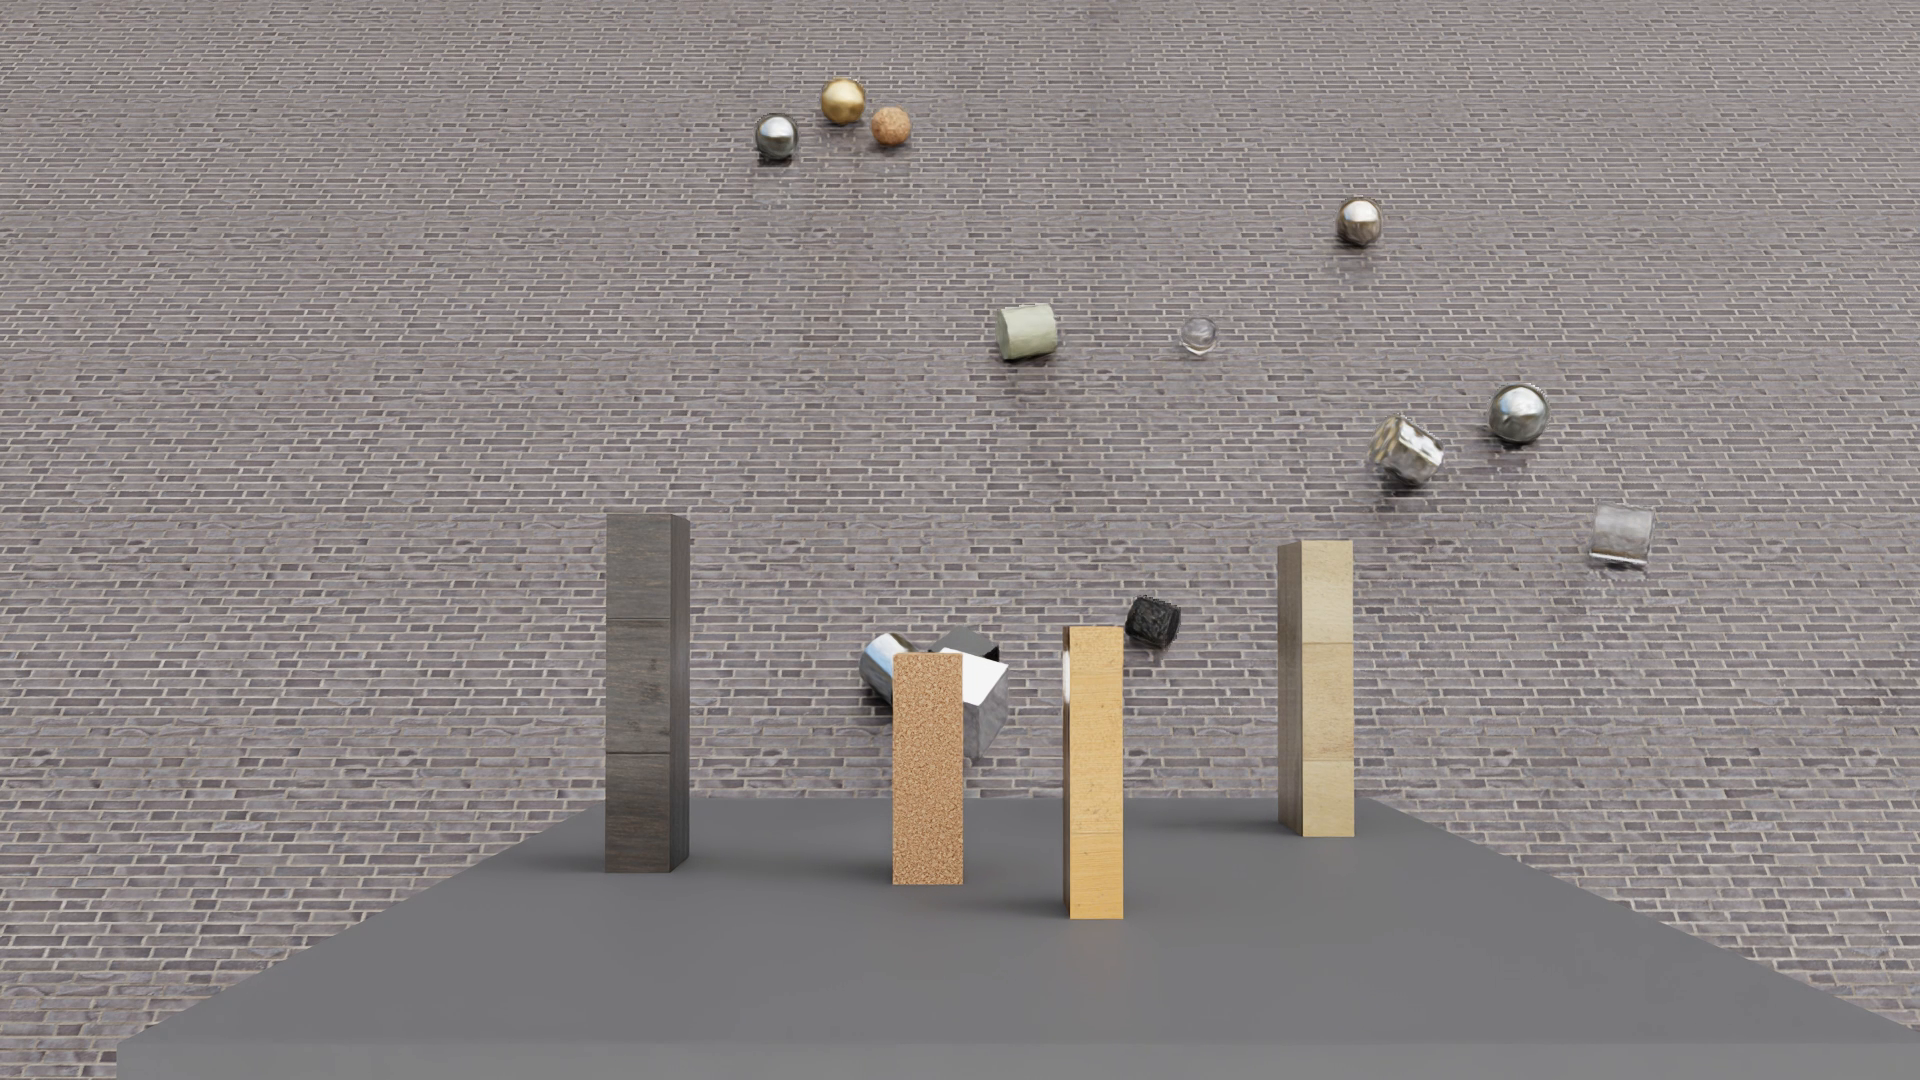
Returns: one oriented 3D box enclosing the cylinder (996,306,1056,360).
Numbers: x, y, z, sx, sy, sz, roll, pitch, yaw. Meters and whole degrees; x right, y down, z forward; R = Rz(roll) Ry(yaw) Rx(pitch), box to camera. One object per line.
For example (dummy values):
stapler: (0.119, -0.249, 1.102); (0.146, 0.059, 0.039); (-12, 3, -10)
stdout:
cylinder: (0.225, -0.703, 8.795); (0.166, 0.166, 0.166); (-9, 36, -12)

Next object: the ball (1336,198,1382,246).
ball: (1.452, -1.158, 9.445); (0.169, 0.169, 0.169); (0, 35, 0)

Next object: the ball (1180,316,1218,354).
ball: (0.813, -0.697, 8.828); (0.125, 0.125, 0.125); (0, 35, 0)

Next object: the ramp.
ramp: (0.077, 0.665, 4.838); (2.000, 0.100, 4.000); (0, -2, 0)

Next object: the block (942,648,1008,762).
block: (0.004, 0.450, 7.134); (0.194, 0.194, 0.194); (15, 38, 20)

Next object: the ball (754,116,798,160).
ball: (-0.705, -1.551, 10.006); (0.169, 0.169, 0.169); (0, 35, 0)

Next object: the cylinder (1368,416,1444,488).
cylinder: (1.396, -0.276, 8.135); (0.165, 0.165, 0.165); (30, 30, -20)

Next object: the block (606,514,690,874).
block: (-0.594, 0.288, 4.964); (0.119, 0.662, 0.349); (0, -2, 0)

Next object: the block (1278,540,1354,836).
block: (0.794, 0.327, 5.826); (0.110, 0.638, 0.436); (0, -2, 0)

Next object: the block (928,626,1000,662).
block: (0.010, 0.356, 7.313); (0.143, 0.143, 0.143); (26, 42, 32)

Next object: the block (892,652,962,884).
block: (-0.057, 0.411, 4.770); (0.123, 0.403, 0.377); (0, -2, 0)

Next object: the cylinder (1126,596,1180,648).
cylinder: (0.557, 0.237, 7.502); (0.117, 0.117, 0.117); (19, 39, 23)

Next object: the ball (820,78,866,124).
ball: (-0.462, -1.728, 10.250); (0.179, 0.179, 0.179); (0, 35, 0)

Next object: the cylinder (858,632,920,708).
cylinder: (-0.169, 0.373, 7.268); (0.167, 0.167, 0.167); (-21, 40, -27)

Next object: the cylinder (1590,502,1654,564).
cylinder: (1.995, -0.020, 7.829); (0.165, 0.165, 0.165); (9, 36, 12)

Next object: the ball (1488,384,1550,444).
ball: (1.797, -0.405, 8.354); (0.191, 0.191, 0.191); (0, 35, 0)

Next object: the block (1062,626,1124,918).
block: (0.213, 0.367, 4.192); (0.082, 0.454, 0.288); (0, -2, 0)

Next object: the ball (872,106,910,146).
ball: (-0.269, -1.608, 10.099); (0.154, 0.154, 0.154); (0, 35, 0)
